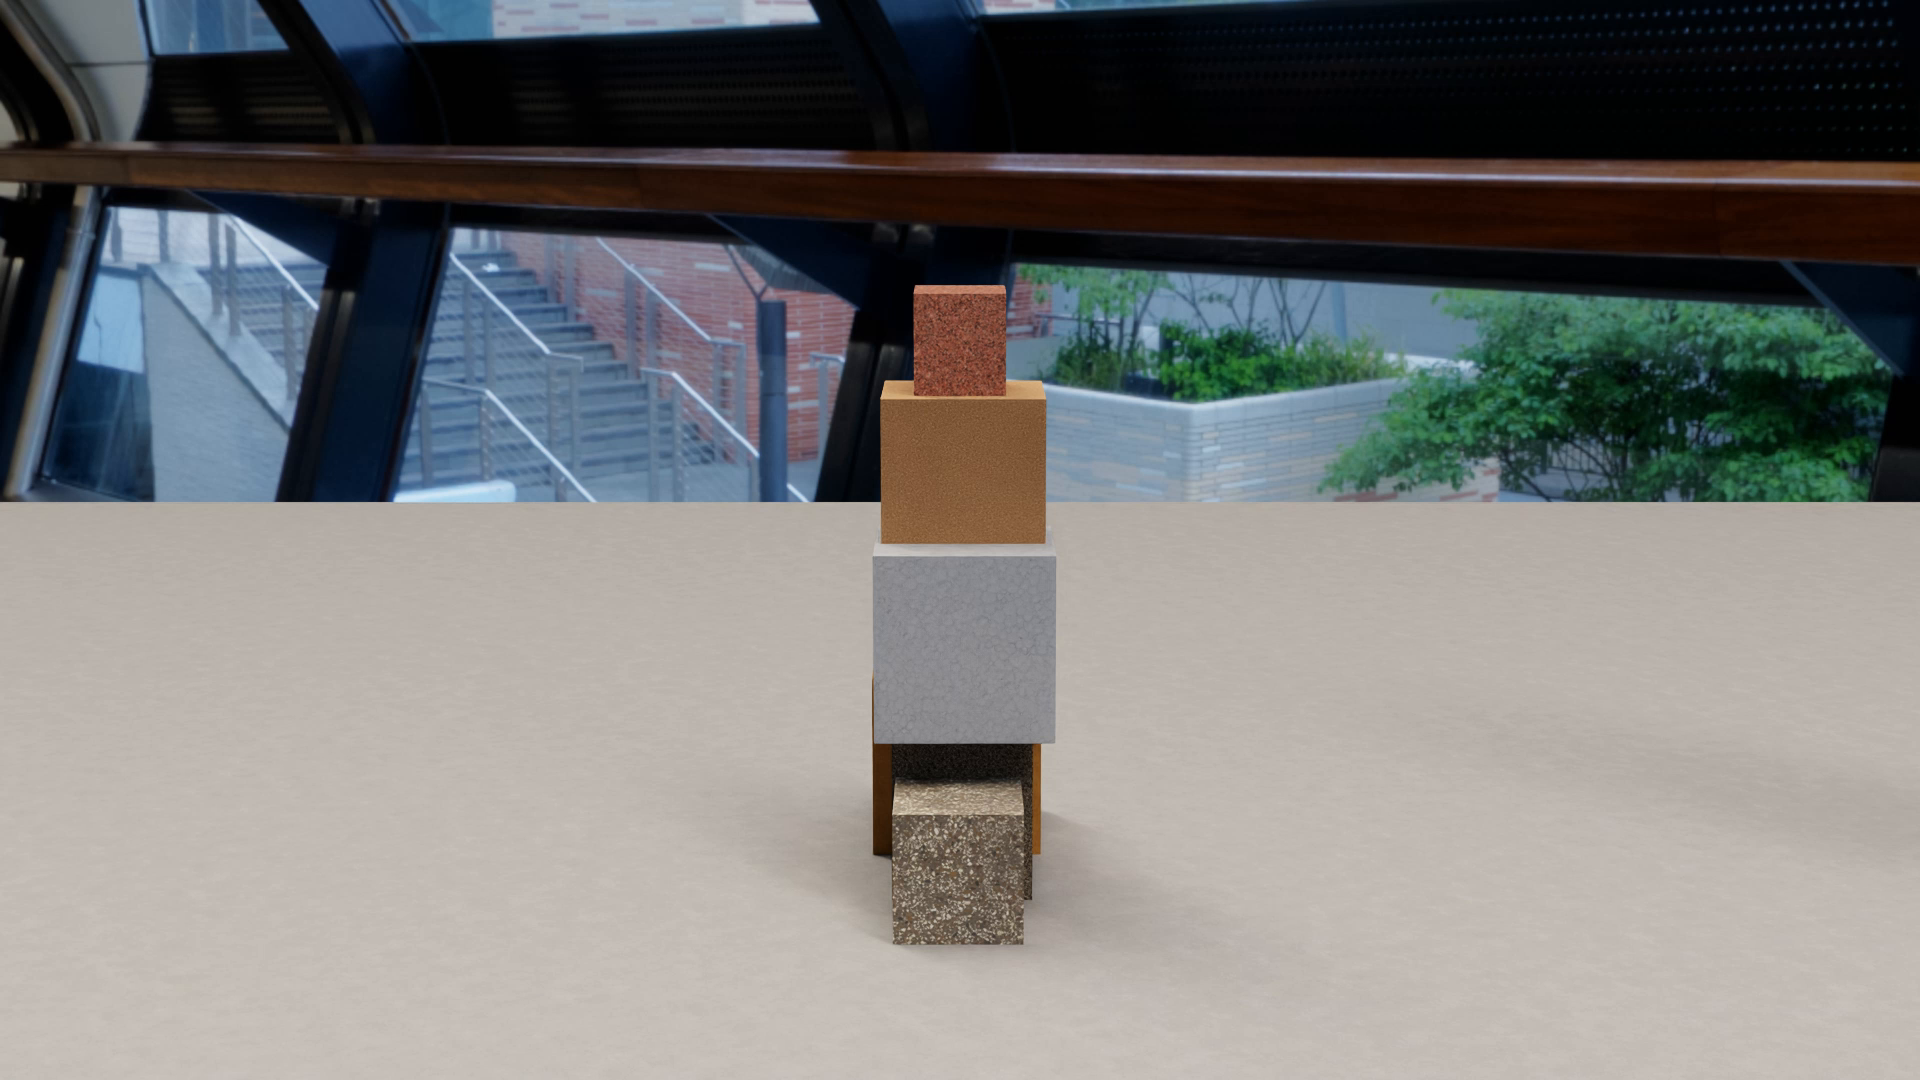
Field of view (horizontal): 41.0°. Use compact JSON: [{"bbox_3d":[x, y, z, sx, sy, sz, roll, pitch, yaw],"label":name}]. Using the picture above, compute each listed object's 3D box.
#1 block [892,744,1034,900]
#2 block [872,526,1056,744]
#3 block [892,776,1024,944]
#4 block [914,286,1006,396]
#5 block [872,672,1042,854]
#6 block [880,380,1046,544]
[{"bbox_3d":[0.010,1.124,11.294,0.603,0.748,0.646,0,10,0],"label":"block"},{"bbox_3d":[0.019,0.394,10.990,0.757,0.796,0.716,0,10,0],"label":"block"},{"bbox_3d":[-0.007,1.331,10.706,0.533,0.550,0.565,0,10,0],"label":"block"},{"bbox_3d":[0.000,-0.860,11.024,0.390,0.432,0.431,0,10,0],"label":"block"},{"bbox_3d":[-0.014,0.962,11.981,0.764,0.821,0.744,0,10,0],"label":"block"},{"bbox_3d":[0.014,-0.346,11.117,0.695,0.614,0.666,0,10,0],"label":"block"}]
